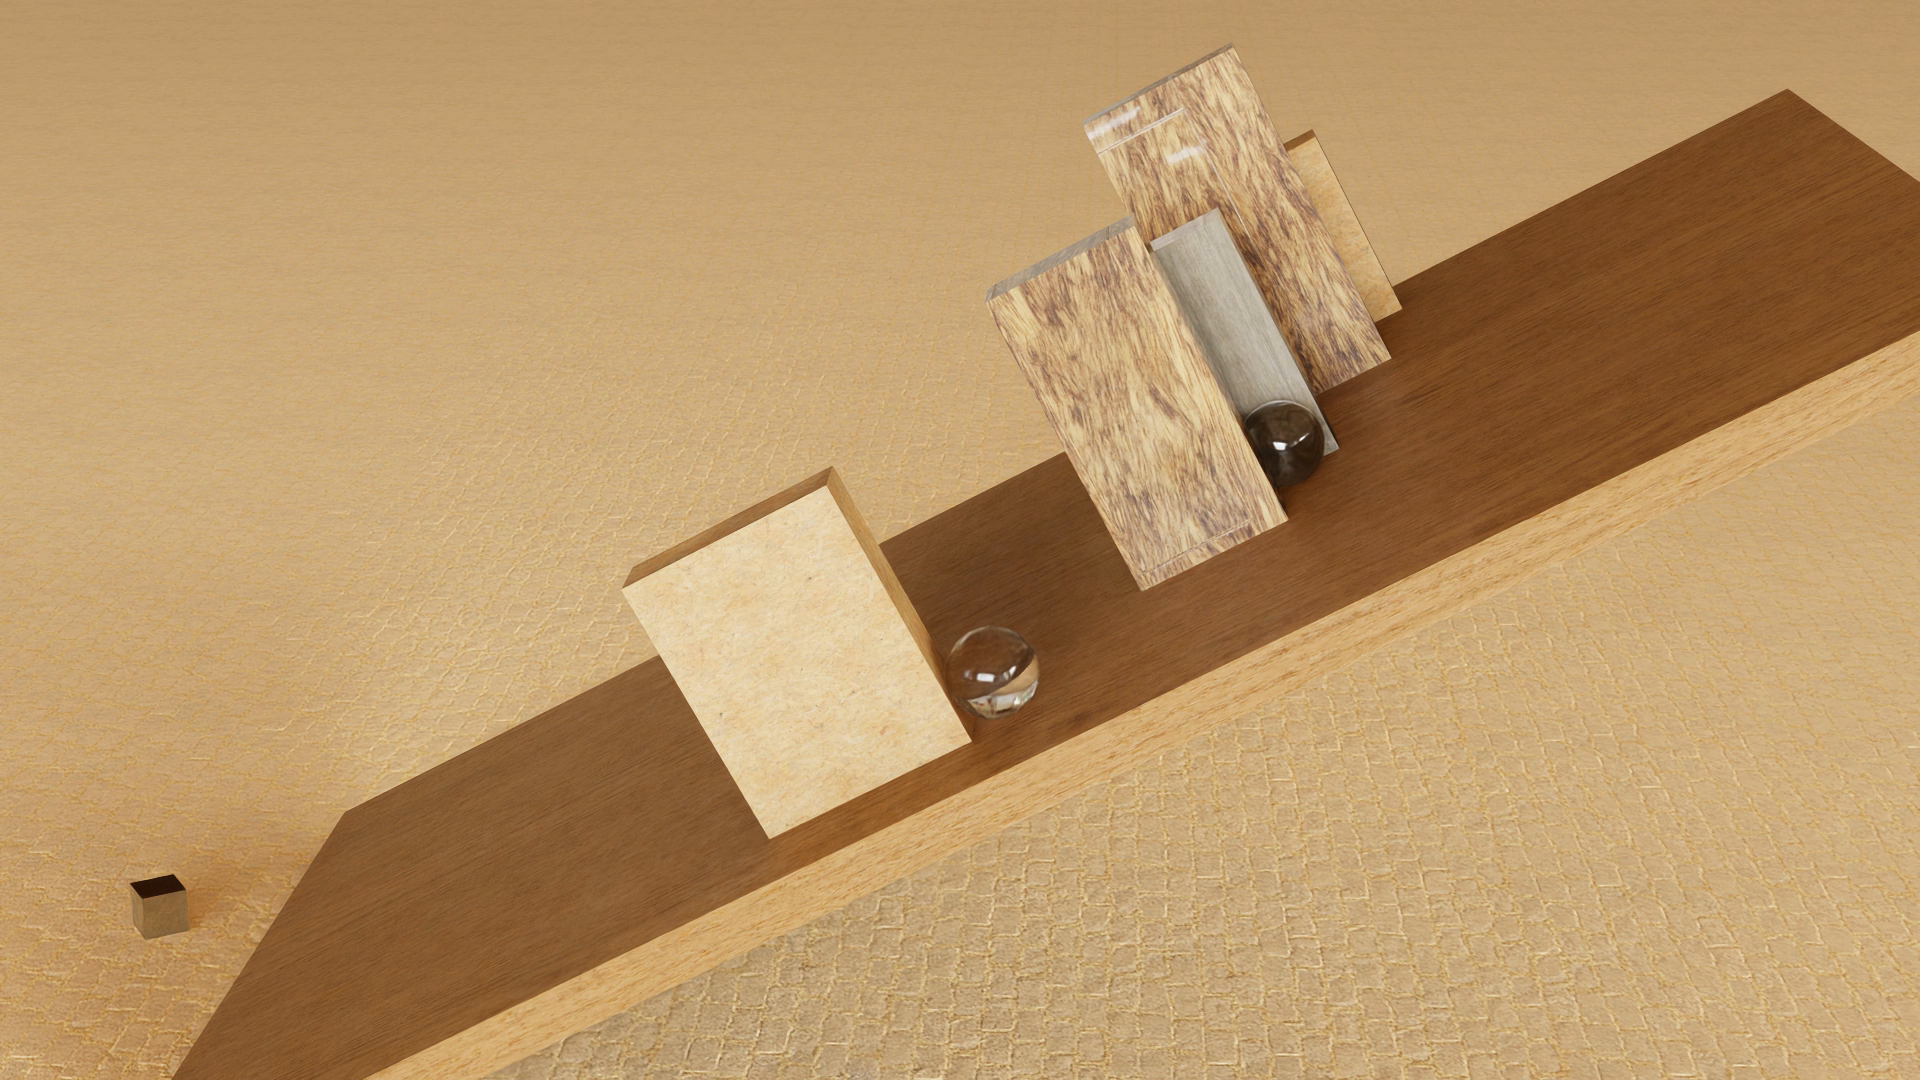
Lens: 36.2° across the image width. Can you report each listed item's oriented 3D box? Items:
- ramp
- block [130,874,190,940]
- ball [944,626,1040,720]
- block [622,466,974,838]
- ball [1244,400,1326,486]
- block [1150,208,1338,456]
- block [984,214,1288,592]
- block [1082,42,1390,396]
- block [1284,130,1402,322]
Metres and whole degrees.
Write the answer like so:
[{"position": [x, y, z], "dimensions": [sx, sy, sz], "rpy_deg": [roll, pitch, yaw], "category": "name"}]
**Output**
[{"position": [0.141, 0.167, 6.282], "dimensions": [4.000, 0.100, 2.000], "rpy_deg": [-27, 14, 11], "category": "ramp"}, {"position": [-1.937, 0.888, 7.120], "dimensions": [0.107, 0.107, 0.107], "rpy_deg": [-10, 20, -29], "category": "block"}, {"position": [0.061, 0.251, 5.565], "dimensions": [0.178, 0.178, 0.178], "rpy_deg": [0, 17, 0], "category": "ball"}, {"position": [-0.302, 0.216, 5.595], "dimensions": [0.441, 0.567, 0.136], "rpy_deg": [-27, 14, 11], "category": "block"}, {"position": [0.653, -0.196, 5.977], "dimensions": [0.177, 0.177, 0.177], "rpy_deg": [0, 17, 0], "category": "ball"}, {"position": [0.482, -0.349, 6.090], "dimensions": [0.396, 0.545, 0.112], "rpy_deg": [-27, 14, 11], "category": "block"}, {"position": [0.352, -0.270, 5.818], "dimensions": [0.326, 0.664, 0.134], "rpy_deg": [-27, 14, 11], "category": "block"}, {"position": [0.610, -0.660, 6.460], "dimensions": [0.364, 0.772, 0.084], "rpy_deg": [-27, 14, 11], "category": "block"}, {"position": [0.782, -0.675, 6.838], "dimensions": [0.314, 0.452, 0.111], "rpy_deg": [-27, 14, 11], "category": "block"}]
